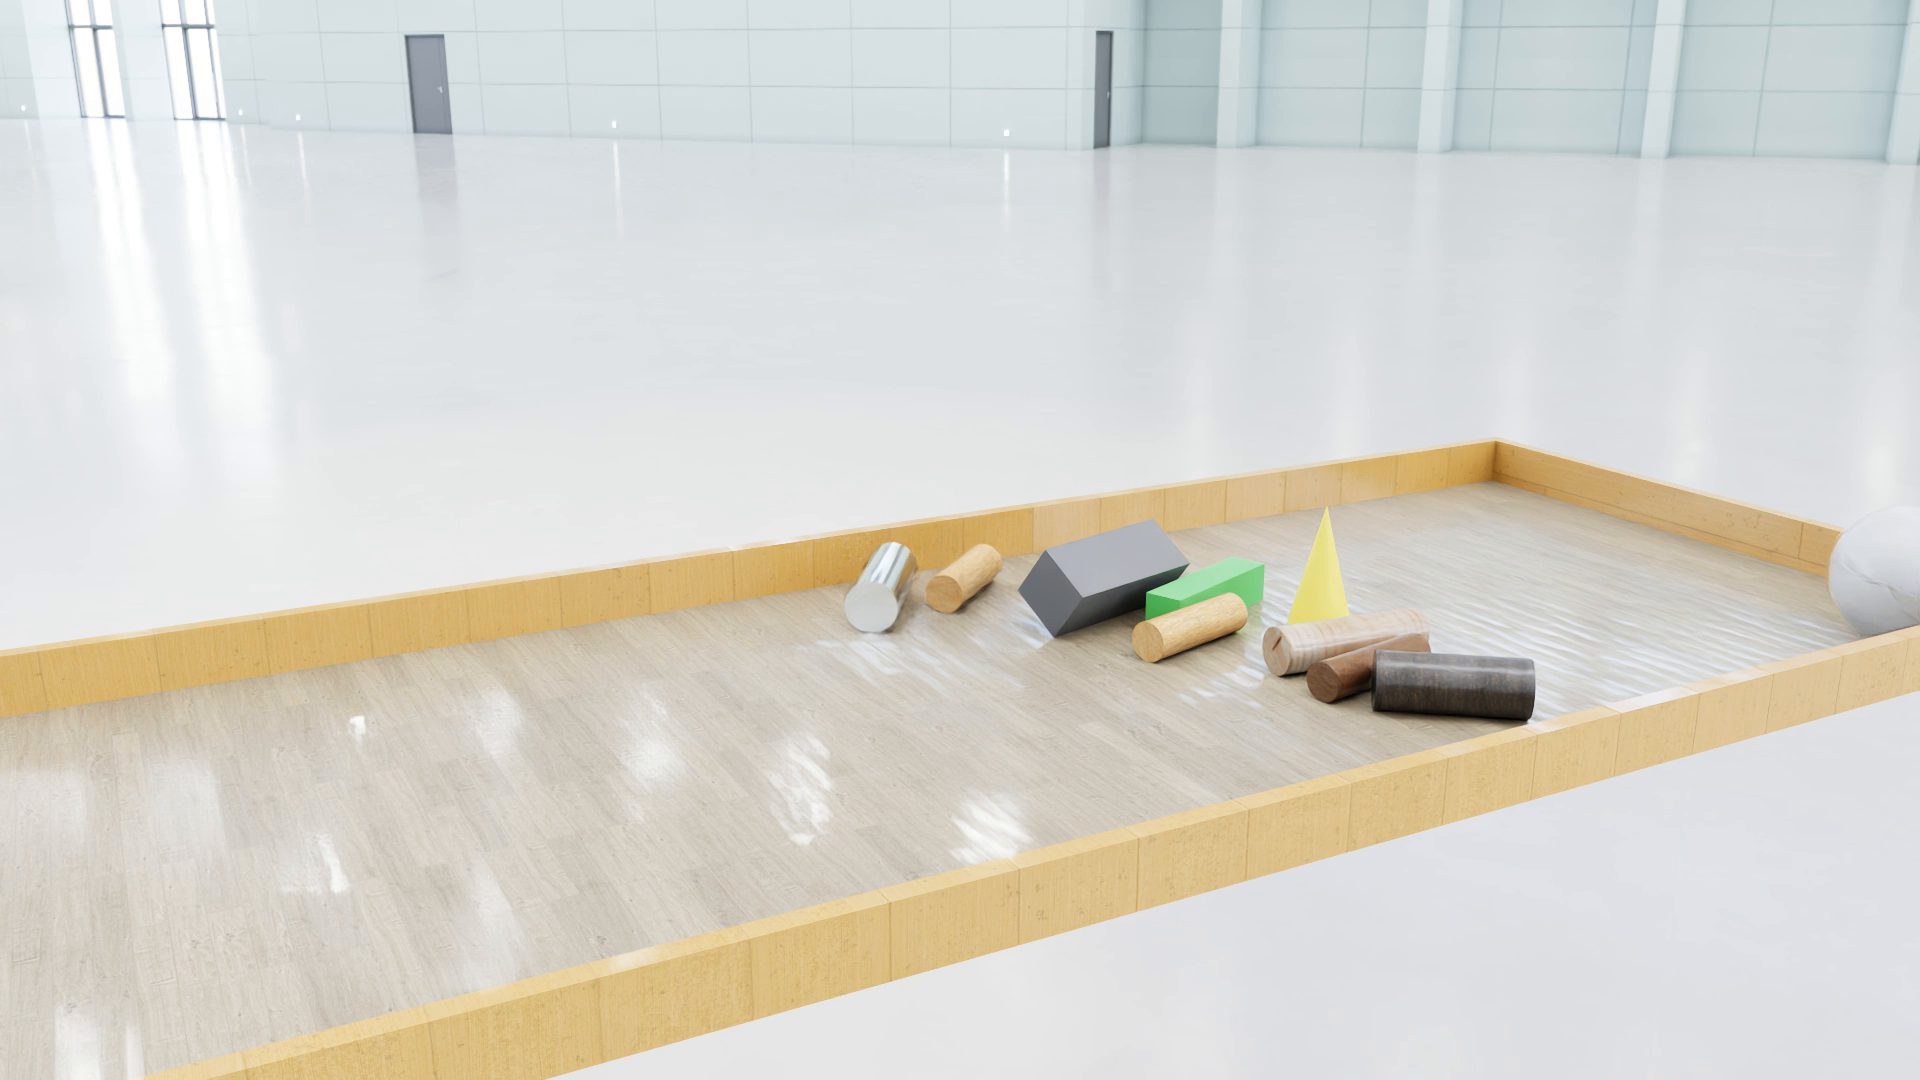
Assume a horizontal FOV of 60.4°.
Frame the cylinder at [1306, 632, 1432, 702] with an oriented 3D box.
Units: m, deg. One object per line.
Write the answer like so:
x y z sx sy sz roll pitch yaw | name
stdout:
1.021 0.315 4.104 0.354 0.101 0.101 -12 20 -35 | cylinder

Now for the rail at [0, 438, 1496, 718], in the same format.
-3.305 0.497 3.399 12.000 0.150 0.050 -9 18 -27 | rail

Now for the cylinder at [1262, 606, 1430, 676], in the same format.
0.996 0.259 4.252 0.425 0.125 0.125 -7 18 -21 | cylinder

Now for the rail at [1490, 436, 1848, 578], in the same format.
2.466 -0.048 5.253 0.050 0.150 2.100 -9 18 -27 | rail

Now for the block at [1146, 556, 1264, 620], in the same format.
0.691 0.158 4.626 0.109 0.109 0.440 14 21 39 | block

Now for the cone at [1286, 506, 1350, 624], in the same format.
0.988 0.073 4.490 0.180 0.347 0.180 0 16 0 | cone

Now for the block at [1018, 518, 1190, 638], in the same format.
0.403 0.101 4.581 0.446 0.173 0.173 -15 58 -41 | block

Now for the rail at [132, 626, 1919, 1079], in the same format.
-2.336 1.006 1.665 12.000 0.150 0.050 -9 18 -27 | rail

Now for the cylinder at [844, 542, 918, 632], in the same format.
-0.219 0.130 4.651 0.147 0.147 0.376 2 16 6 | cylinder

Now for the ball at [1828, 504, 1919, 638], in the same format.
2.508 0.095 4.363 0.377 0.377 0.377 0 16 0 | ball

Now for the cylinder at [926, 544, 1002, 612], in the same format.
0.014 0.109 4.787 0.111 0.111 0.329 6 17 20 | cylinder

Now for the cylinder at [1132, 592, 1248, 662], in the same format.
0.613 0.230 4.382 0.350 0.108 0.108 -15 22 -41 | cylinder

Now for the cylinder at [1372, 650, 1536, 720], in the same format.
1.171 0.343 3.931 0.360 0.144 0.144 3 17 10 | cylinder
